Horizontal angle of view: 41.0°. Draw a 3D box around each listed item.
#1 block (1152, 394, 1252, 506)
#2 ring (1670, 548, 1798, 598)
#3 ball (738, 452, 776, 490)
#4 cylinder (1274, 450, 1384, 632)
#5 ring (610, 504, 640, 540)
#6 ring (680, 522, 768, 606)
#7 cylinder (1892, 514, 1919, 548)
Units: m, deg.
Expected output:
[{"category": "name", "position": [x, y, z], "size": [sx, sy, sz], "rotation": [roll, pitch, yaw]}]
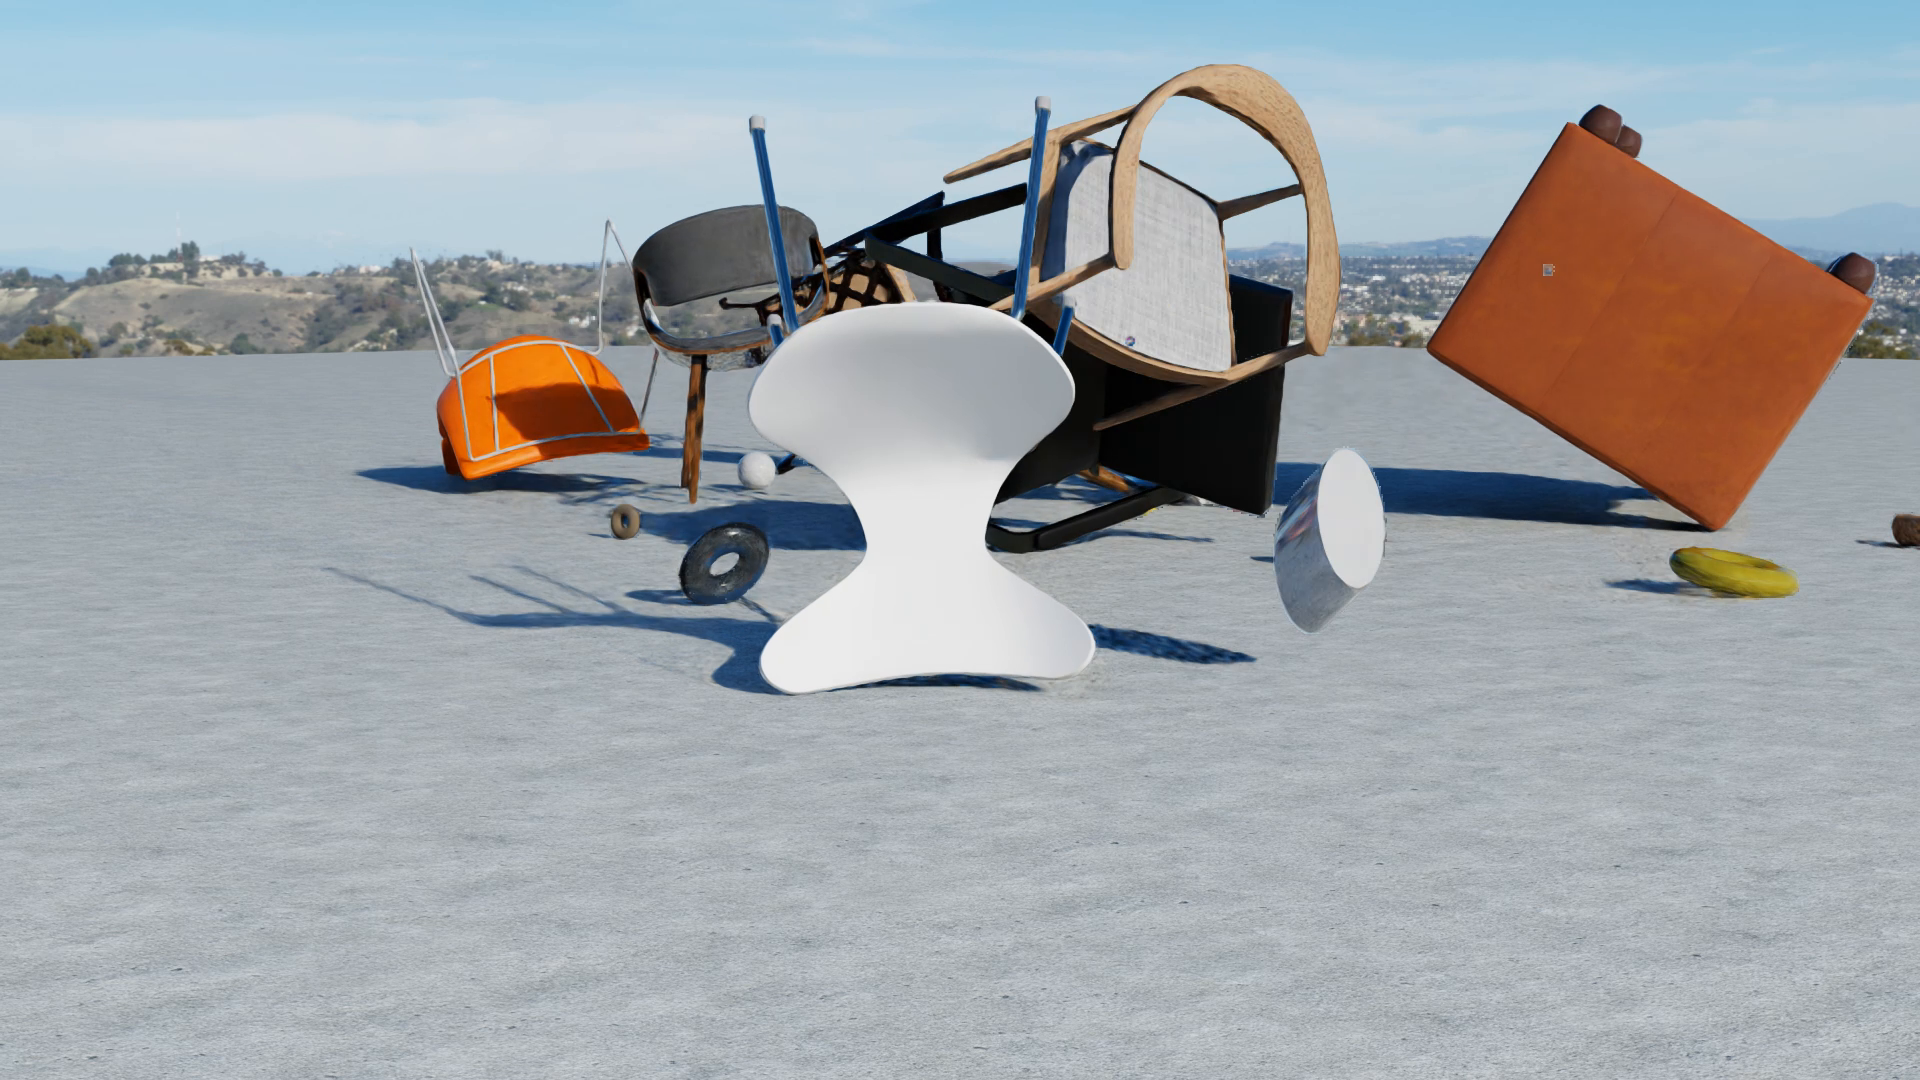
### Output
[{"category": "block", "position": [0.695, -0.260, 7.370], "size": [0.114, 0.265, 0.161], "rotation": [21, -24, 40]}, {"category": "ring", "position": [1.601, 0.068, 5.315], "size": [0.261, 0.062, 0.216], "rotation": [12, 12, 13]}, {"category": "ball", "position": [-0.627, -0.214, 7.903], "size": [0.119, 0.119, 0.119], "rotation": [0, 6, 0]}, {"category": "cylinder", "position": [0.604, 0.003, 4.209], "size": [0.112, 0.239, 0.220], "rotation": [3, -21, -11]}, {"category": "ring", "position": [-0.837, -0.046, 6.415], "size": [0.102, 0.091, 0.025], "rotation": [3, 2, 42]}, {"category": "ring", "position": [-0.470, 0.048, 5.113], "size": [0.171, 0.200, 0.053], "rotation": [37, 12, -41]}, {"category": "cylinder", "position": [2.326, -0.021, 6.235], "size": [0.058, 0.079, 0.121], "rotation": [-21, 10, -10]}]
